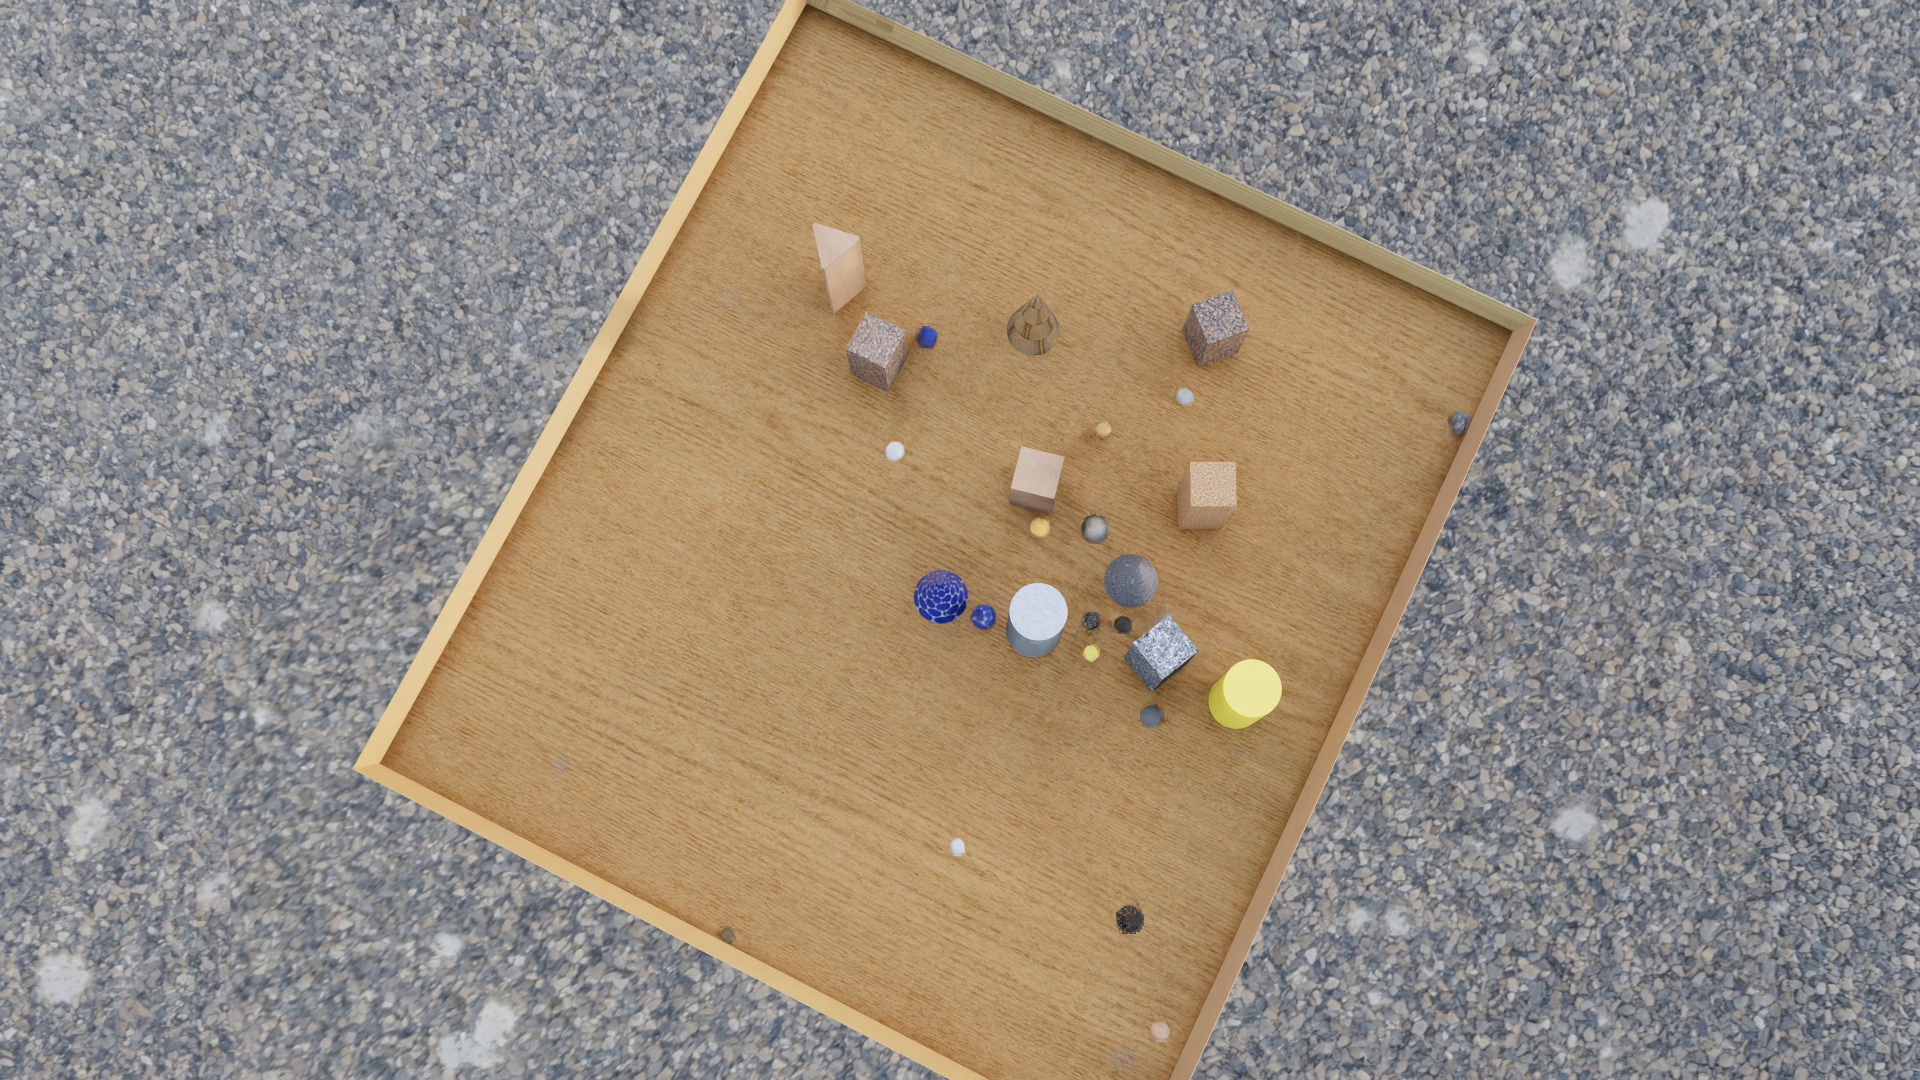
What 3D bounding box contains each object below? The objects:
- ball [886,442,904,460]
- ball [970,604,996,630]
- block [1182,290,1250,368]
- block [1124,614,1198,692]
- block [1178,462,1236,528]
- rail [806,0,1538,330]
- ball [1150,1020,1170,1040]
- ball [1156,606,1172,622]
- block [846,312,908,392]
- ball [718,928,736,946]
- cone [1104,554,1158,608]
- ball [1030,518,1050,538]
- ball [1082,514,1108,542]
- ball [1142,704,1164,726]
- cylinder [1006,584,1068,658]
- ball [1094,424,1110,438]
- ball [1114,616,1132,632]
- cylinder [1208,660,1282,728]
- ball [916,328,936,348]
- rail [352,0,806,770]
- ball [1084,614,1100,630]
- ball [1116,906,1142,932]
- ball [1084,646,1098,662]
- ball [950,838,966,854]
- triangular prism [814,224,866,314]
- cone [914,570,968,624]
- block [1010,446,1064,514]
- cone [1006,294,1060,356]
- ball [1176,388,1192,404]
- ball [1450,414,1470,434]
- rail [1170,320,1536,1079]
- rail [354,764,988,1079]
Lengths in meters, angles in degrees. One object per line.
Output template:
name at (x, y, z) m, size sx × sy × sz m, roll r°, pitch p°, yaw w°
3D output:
ball at (-0.199, -0.276, 5.643) m, size 0.057 × 0.057 × 0.057 m, roll 0°, pitch 78°, yaw 0°
ball at (0.069, 0.234, 5.529) m, size 0.075 × 0.075 × 0.075 m, roll 0°, pitch 78°, yaw 0°
block at (0.783, -0.647, 5.627) m, size 0.133 × 0.239 × 0.133 m, roll -20°, pitch 79°, yaw -4°
block at (0.588, 0.337, 5.388) m, size 0.133 × 0.310 × 0.133 m, roll -37°, pitch 81°, yaw -7°
block at (0.737, -0.131, 5.482) m, size 0.133 × 0.315 × 0.133 m, roll 0°, pitch 78°, yaw 0°
rail at (0.621, -1.212, 5.810) m, size 2.568 × 0.108 × 0.045 m, roll 26°, pitch 80°, yaw 5°
ball at (0.578, 1.418, 5.295) m, size 0.055 × 0.055 × 0.055 m, roll 0°, pitch 78°, yaw 0°
ball at (0.617, 0.226, 5.543) m, size 0.052 × 0.052 × 0.052 m, roll 0°, pitch 78°, yaw 0°
block at (-0.252, -0.574, 5.605) m, size 0.133 × 0.253 × 0.133 m, roll 27°, pitch 80°, yaw 5°
ball at (-0.682, 1.160, 5.350) m, size 0.052 × 0.052 × 0.052 m, roll 0°, pitch 78°, yaw 0°
cone at (0.522, 0.098, 5.461) m, size 0.166 × 0.263 × 0.166 m, roll 0°, pitch 78°, yaw 0°
ball at (0.243, -0.038, 5.594) m, size 0.059 × 0.059 × 0.059 m, roll 0°, pitch 78°, yaw 0°
ball at (0.410, -0.035, 5.581) m, size 0.083 × 0.083 × 0.083 m, roll 0°, pitch 78°, yaw 0°
ball at (0.576, 0.525, 5.475) m, size 0.065 × 0.065 × 0.065 m, roll 0°, pitch 78°, yaw 0°
cylinder at (0.223, 0.239, 5.387) m, size 0.166 × 0.351 × 0.166 m, roll 0°, pitch 78°, yaw 0°
ball at (0.439, -0.337, 5.662) m, size 0.047 × 0.047 × 0.047 m, roll 0°, pitch 78°, yaw 0°
ball at (0.492, 0.254, 5.537) m, size 0.051 × 0.051 × 0.051 m, roll 0°, pitch 78°, yaw 0°
cylinder at (0.830, 0.453, 5.359) m, size 0.166 × 0.320 × 0.166 m, roll 0°, pitch 78°, yaw 0°
ball at (-0.105, -0.627, 5.714) m, size 0.062 × 0.062 × 0.062 m, roll 0°, pitch 78°, yaw 0°
rail at (-1.127, -0.546, 5.673) m, size 0.045 × 0.108 × 2.827 m, roll 26°, pitch 80°, yaw 5°
ball at (0.398, 0.247, 5.540) m, size 0.049 × 0.049 × 0.049 m, roll 0°, pitch 78°, yaw 0°
ball at (0.493, 1.106, 5.349) m, size 0.076 × 0.076 × 0.076 m, roll 0°, pitch 78°, yaw 0°
ball at (0.395, 0.343, 5.521) m, size 0.048 × 0.048 × 0.048 m, roll 0°, pitch 78°, yaw 0°
ball at (-0.006, 0.904, 5.407) m, size 0.044 × 0.044 × 0.044 m, roll 0°, pitch 78°, yaw 0°
triangular prism at (-0.390, -0.845, 5.582) m, size 0.144 × 0.408 × 0.124 m, roll -42°, pitch 81°, yaw -8°
cone at (-0.058, 0.146, 5.454) m, size 0.166 × 0.257 × 0.166 m, roll 0°, pitch 78°, yaw 0°
block at (0.231, -0.179, 5.547) m, size 0.133 × 0.208 × 0.133 m, roll 14°, pitch 79°, yaw 3°
cone at (0.230, -0.693, 5.583) m, size 0.166 × 0.344 × 0.166 m, roll 0°, pitch 78°, yaw 0°
ball at (0.695, -0.445, 5.681) m, size 0.052 × 0.052 × 0.052 m, roll 0°, pitch 78°, yaw 0°
ball at (1.544, -0.358, 5.657) m, size 0.064 × 0.064 × 0.064 m, roll 0°, pitch 78°, yaw 0°
rail at (1.127, 0.558, 5.445) m, size 0.045 × 0.108 × 2.827 m, roll 26°, pitch 80°, yaw 5°
rail at (-0.621, 1.223, 5.308) m, size 2.568 × 0.108 × 0.045 m, roll 26°, pitch 80°, yaw 5°
